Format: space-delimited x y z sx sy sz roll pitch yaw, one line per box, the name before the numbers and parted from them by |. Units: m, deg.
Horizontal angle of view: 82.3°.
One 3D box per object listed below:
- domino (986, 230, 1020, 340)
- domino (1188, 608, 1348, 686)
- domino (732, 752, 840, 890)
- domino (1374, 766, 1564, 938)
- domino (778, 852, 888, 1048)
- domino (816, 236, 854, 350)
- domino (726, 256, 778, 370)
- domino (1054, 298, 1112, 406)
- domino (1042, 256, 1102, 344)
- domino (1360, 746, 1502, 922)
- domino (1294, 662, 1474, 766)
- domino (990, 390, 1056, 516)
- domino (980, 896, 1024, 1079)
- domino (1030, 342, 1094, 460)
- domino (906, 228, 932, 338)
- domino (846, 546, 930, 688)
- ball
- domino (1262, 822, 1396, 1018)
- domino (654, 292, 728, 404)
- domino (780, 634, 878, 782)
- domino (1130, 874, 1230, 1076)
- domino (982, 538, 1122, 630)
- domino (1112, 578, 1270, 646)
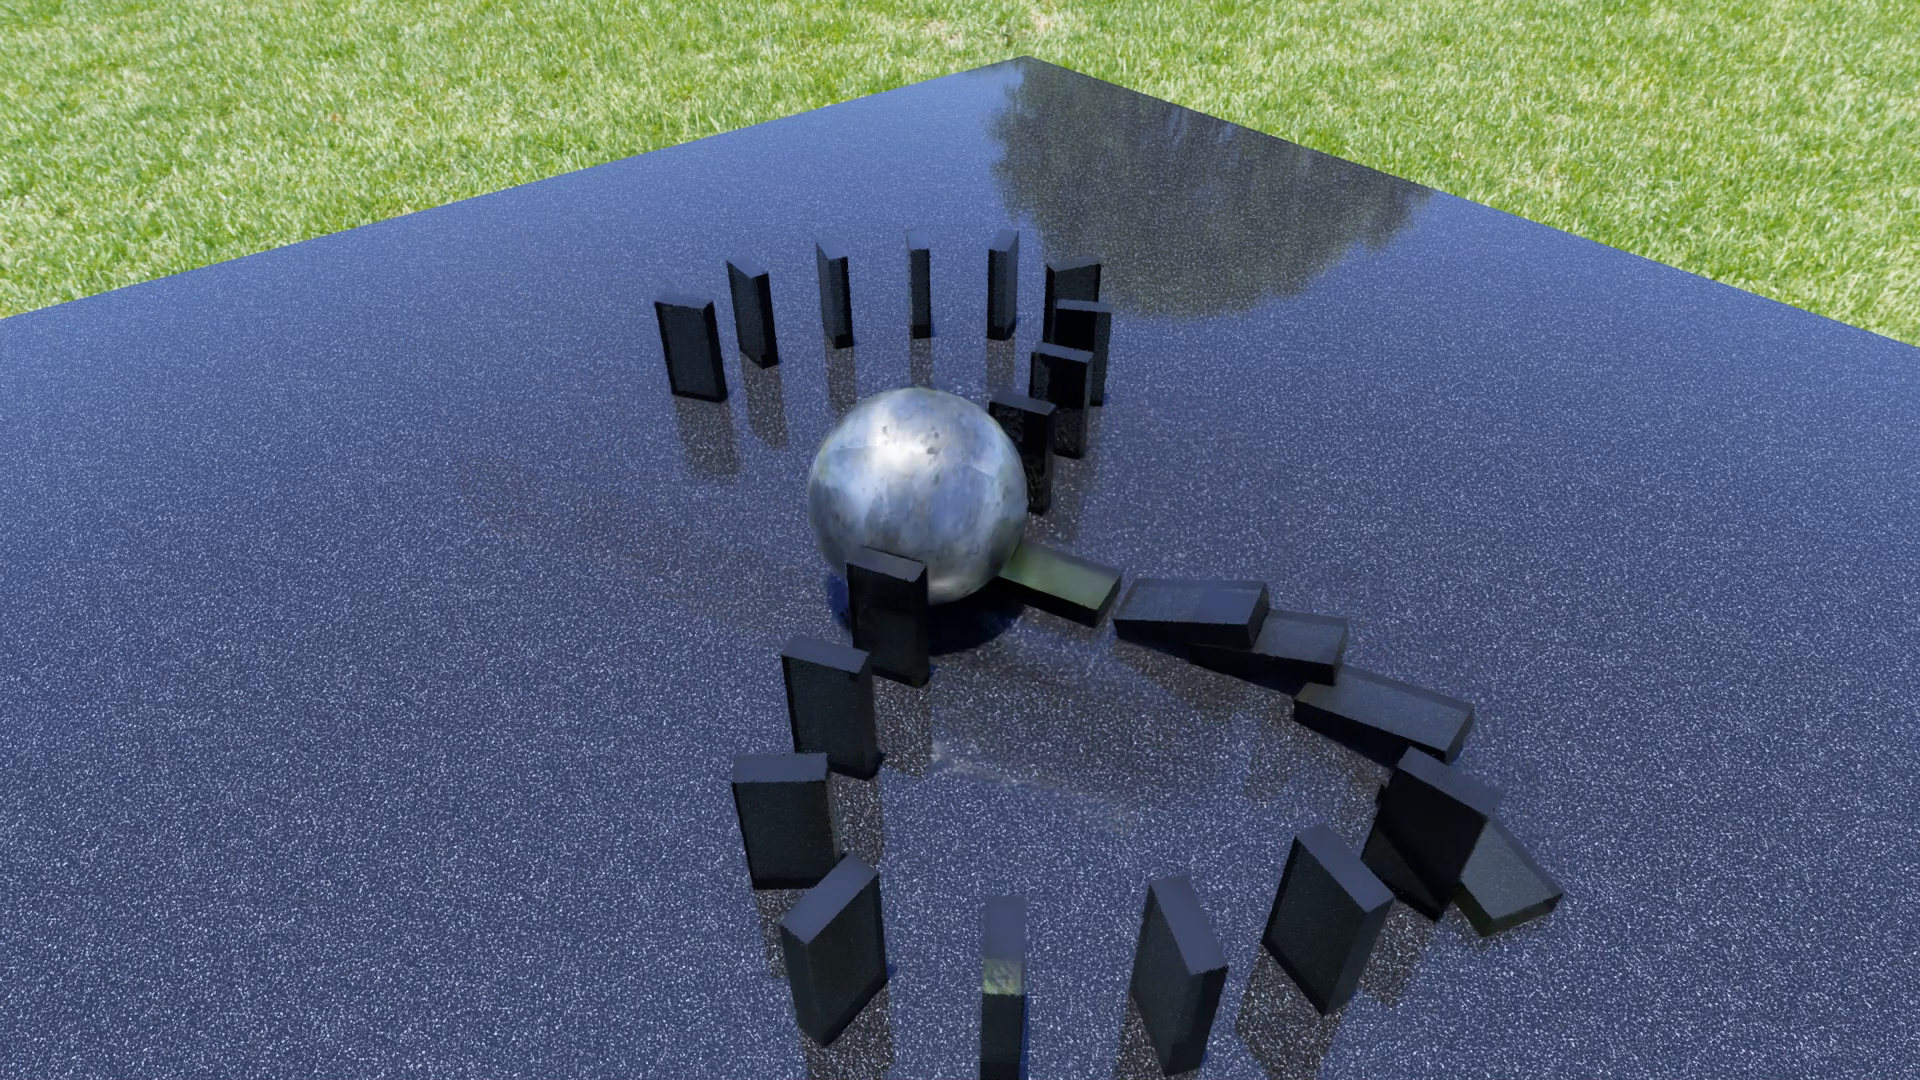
domino | 0.022 -0.132 0.573 0.009 0.050 0.025 11 40 13
domino | 0.109 0.036 0.391 0.050 0.010 0.025 6 38 28
domino | -0.049 0.081 0.313 0.025 0.050 0.010 -1 39 -2
domino | 0.152 0.092 0.331 0.025 0.010 0.050 -13 41 -15
domino | -0.032 0.106 0.282 0.010 0.050 0.025 27 46 29
domino | -0.065 -0.127 0.566 0.009 0.050 0.025 -14 41 -16
domino | -0.104 -0.114 0.550 0.010 0.050 0.025 -25 46 -27
domino | 0.057 -0.088 0.519 0.025 0.050 0.009 6 40 8
domino | 0.056 -0.116 0.553 0.025 0.050 0.010 -14 41 -16
domino | 0.130 0.083 0.310 0.025 0.050 0.009 29 48 31
domino | 0.140 0.057 0.365 0.050 0.009 0.025 17 41 38
domino | 0.025 -0.036 0.455 0.025 0.050 0.010 17 42 19
domino | 0.010 0.114 0.273 0.010 0.050 0.025 2 39 2
domino | 0.044 -0.061 0.486 0.025 0.050 0.009 15 42 18
domino | -0.022 -0.134 0.575 0.009 0.050 0.025 -5 40 -6
domino | -0.024 0.027 0.378 0.025 0.050 0.010 15 42 17
ball | -0.015 -0.015 0.401 0.080 0.080 0.080 0 39 0
domino | 0.095 0.100 0.289 0.010 0.050 0.025 -19 43 -22
domino | -0.127 -0.091 0.522 0.025 0.050 0.009 12 41 14
domino | -0.040 0.053 0.346 0.025 0.050 0.009 12 41 14
domino | 0.054 0.110 0.277 0.009 0.050 0.025 -9 40 -11
domino | 0.034 0.015 0.425 0.050 0.009 0.025 19 43 21
domino | 0.084 0.026 0.399 0.050 0.010 0.025 0 35 33
